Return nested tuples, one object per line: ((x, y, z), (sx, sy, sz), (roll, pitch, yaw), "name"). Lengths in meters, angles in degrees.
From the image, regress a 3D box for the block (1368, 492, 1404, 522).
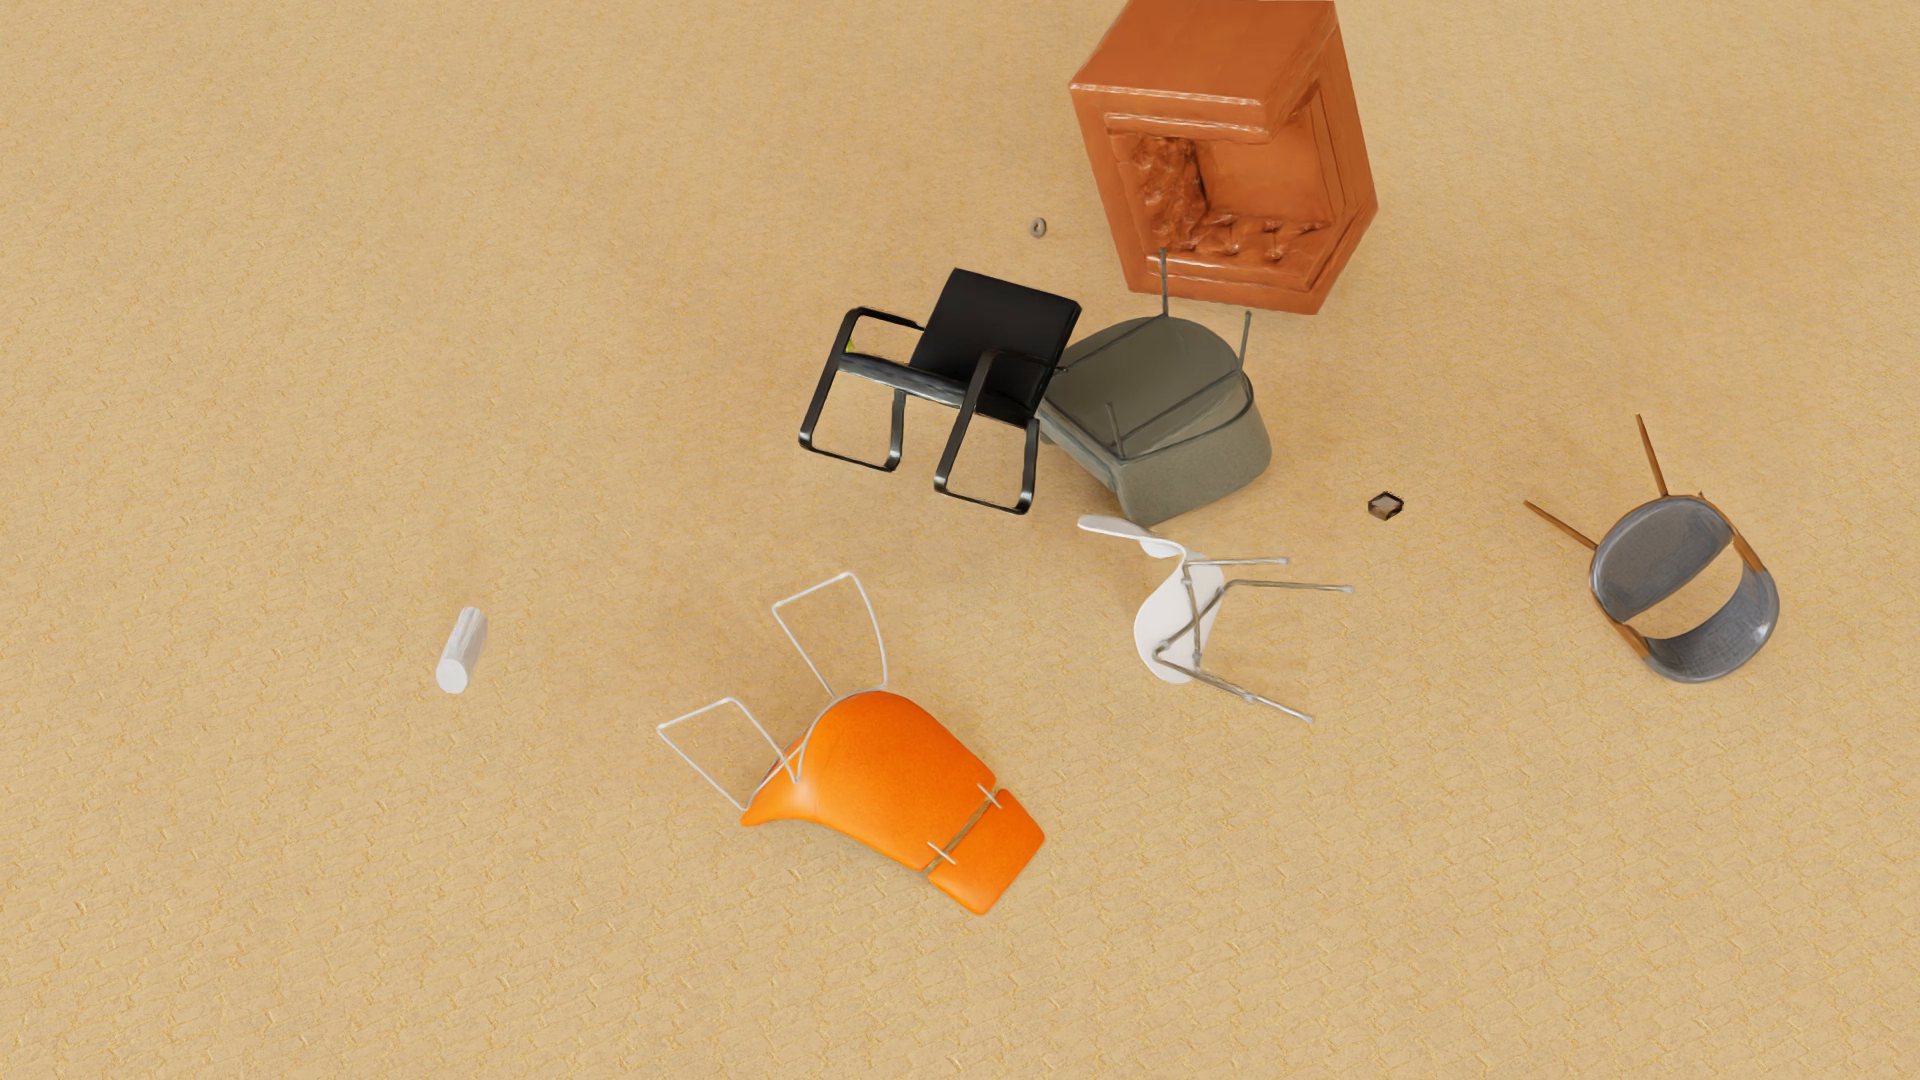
((1.610, -0.128, 11.094), (0.104, 0.049, 0.086), (-28, 42, -35), "block")

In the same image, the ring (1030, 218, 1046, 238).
((0.344, -1.379, 12.964), (0.025, 0.091, 0.102), (14, 9, -42), "ring")

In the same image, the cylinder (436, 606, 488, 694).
((-1.714, 0.379, 10.101), (0.112, 0.239, 0.220), (18, 57, -1), "cylinder")
